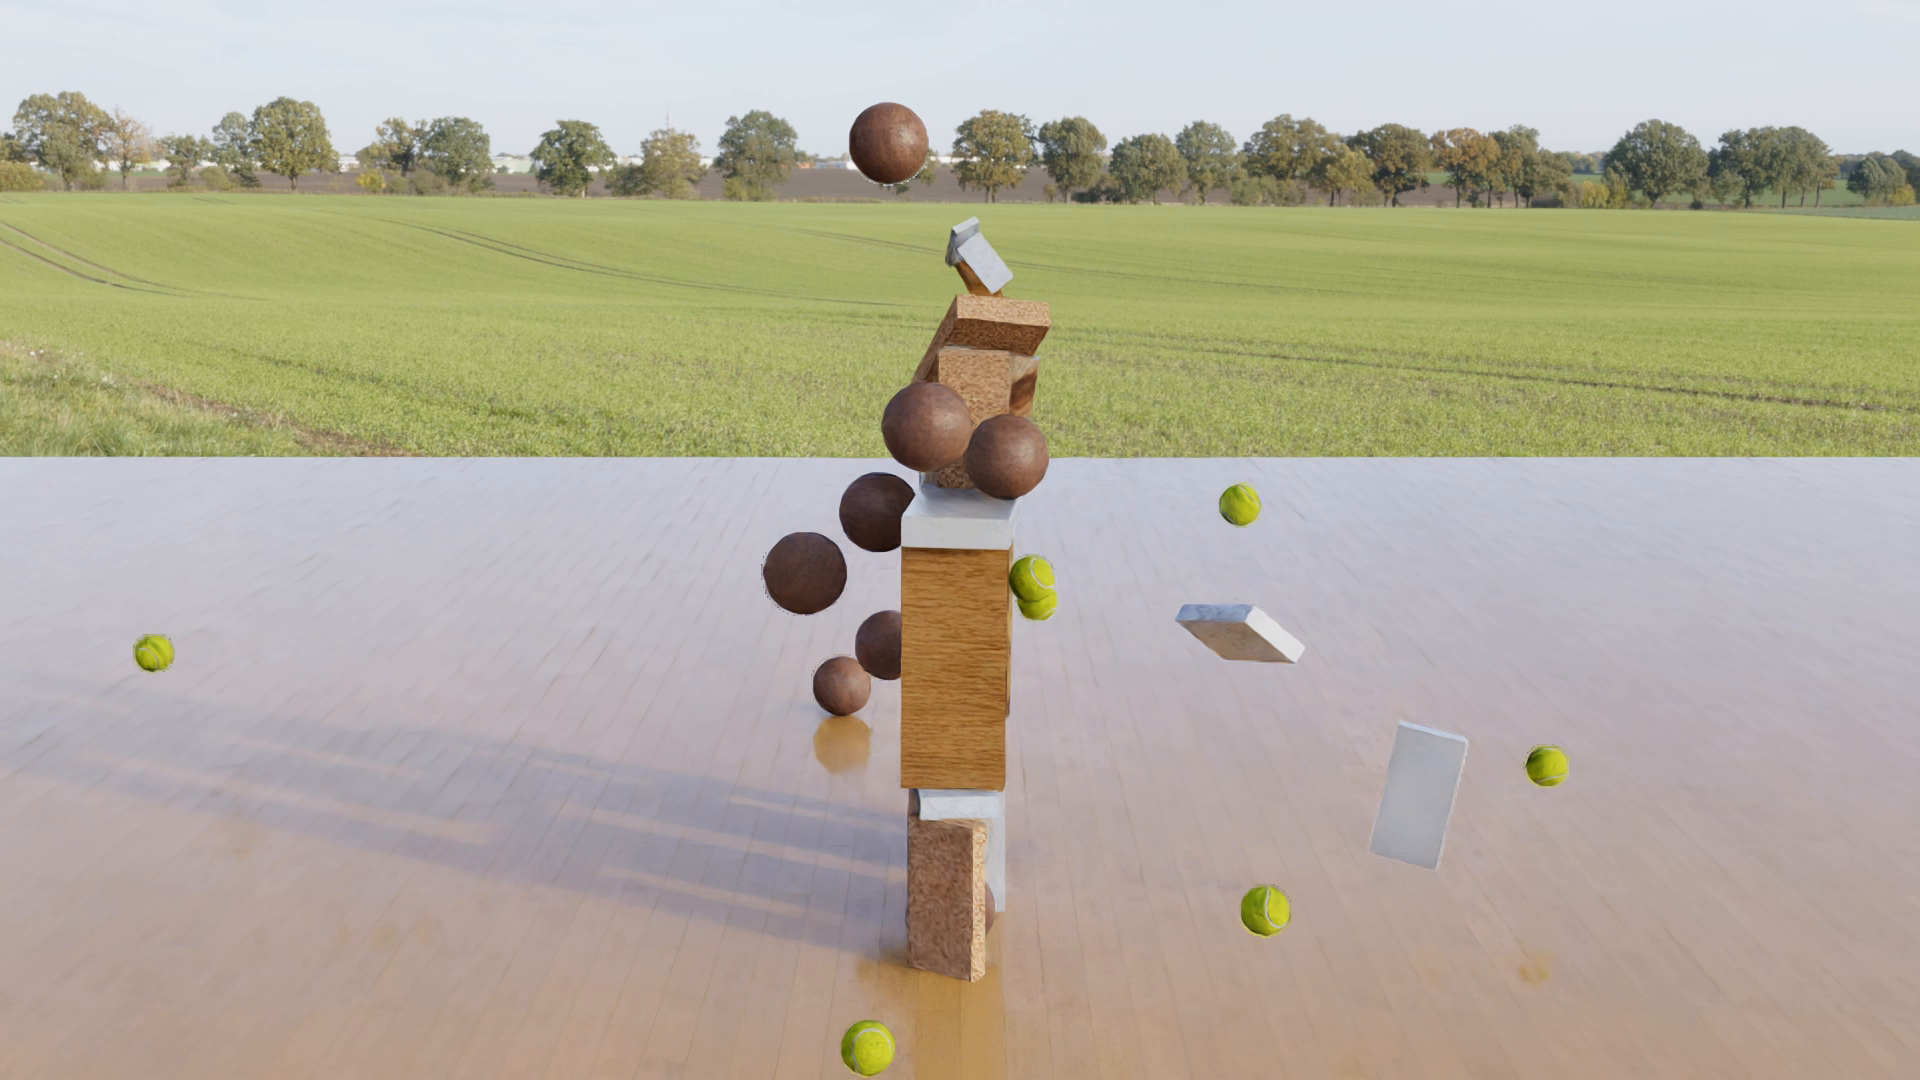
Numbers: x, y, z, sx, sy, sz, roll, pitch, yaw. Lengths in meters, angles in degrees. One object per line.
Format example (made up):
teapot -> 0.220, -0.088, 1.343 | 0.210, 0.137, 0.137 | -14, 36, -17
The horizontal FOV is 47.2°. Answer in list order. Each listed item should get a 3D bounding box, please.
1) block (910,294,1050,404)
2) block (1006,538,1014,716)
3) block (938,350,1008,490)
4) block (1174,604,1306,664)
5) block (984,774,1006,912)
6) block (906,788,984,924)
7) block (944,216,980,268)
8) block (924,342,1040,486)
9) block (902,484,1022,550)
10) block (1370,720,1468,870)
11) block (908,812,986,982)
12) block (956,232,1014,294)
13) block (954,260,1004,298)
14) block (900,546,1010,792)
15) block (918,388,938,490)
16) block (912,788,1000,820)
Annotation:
block -> 0.029, -0.301, 3.579 | 0.151, 0.043, 0.302 | 5, -24, -14
block -> 0.002, 0.122, 3.462 | 0.157, 0.313, 0.044 | 0, 16, -3
block -> 0.020, -0.187, 3.425 | 0.108, 0.215, 0.030 | 1, 19, 2
block -> 0.426, 0.142, 3.369 | 0.108, 0.030, 0.215 | 38, -15, -18
block -> -0.002, 0.455, 3.579 | 0.149, 0.298, 0.042 | 0, 10, 0
block -> -0.024, 0.497, 3.514 | 0.119, 0.239, 0.034 | -6, 15, -30
block -> 0.003, -0.469, 3.465 | 0.045, 0.013, 0.090 | -31, -20, -22
block -> 0.029, -0.151, 3.491 | 0.151, 0.302, 0.043 | 9, 11, 4
block -> 0.007, -0.037, 3.332 | 0.157, 0.044, 0.313 | 2, 10, 5
block -> 0.731, 0.407, 3.505 | 0.108, 0.215, 0.030 | 14, 12, 17
block -> -0.020, 0.535, 3.310 | 0.119, 0.238, 0.034 | 8, 12, 35
block -> 0.039, -0.434, 3.439 | 0.045, 0.090, 0.013 | -40, 15, 0
block -> 0.033, -0.408, 3.496 | 0.045, 0.090, 0.013 | -27, 12, 8
block -> -0.008, 0.187, 3.294 | 0.157, 0.381, 0.044 | 1, 14, 3
block -> 0.006, -0.016, 3.709 | 0.151, 0.491, 0.043 | 0, 22, -3
block -> -0.011, 0.378, 3.405 | 0.119, 0.034, 0.238 | -1, 11, -5
